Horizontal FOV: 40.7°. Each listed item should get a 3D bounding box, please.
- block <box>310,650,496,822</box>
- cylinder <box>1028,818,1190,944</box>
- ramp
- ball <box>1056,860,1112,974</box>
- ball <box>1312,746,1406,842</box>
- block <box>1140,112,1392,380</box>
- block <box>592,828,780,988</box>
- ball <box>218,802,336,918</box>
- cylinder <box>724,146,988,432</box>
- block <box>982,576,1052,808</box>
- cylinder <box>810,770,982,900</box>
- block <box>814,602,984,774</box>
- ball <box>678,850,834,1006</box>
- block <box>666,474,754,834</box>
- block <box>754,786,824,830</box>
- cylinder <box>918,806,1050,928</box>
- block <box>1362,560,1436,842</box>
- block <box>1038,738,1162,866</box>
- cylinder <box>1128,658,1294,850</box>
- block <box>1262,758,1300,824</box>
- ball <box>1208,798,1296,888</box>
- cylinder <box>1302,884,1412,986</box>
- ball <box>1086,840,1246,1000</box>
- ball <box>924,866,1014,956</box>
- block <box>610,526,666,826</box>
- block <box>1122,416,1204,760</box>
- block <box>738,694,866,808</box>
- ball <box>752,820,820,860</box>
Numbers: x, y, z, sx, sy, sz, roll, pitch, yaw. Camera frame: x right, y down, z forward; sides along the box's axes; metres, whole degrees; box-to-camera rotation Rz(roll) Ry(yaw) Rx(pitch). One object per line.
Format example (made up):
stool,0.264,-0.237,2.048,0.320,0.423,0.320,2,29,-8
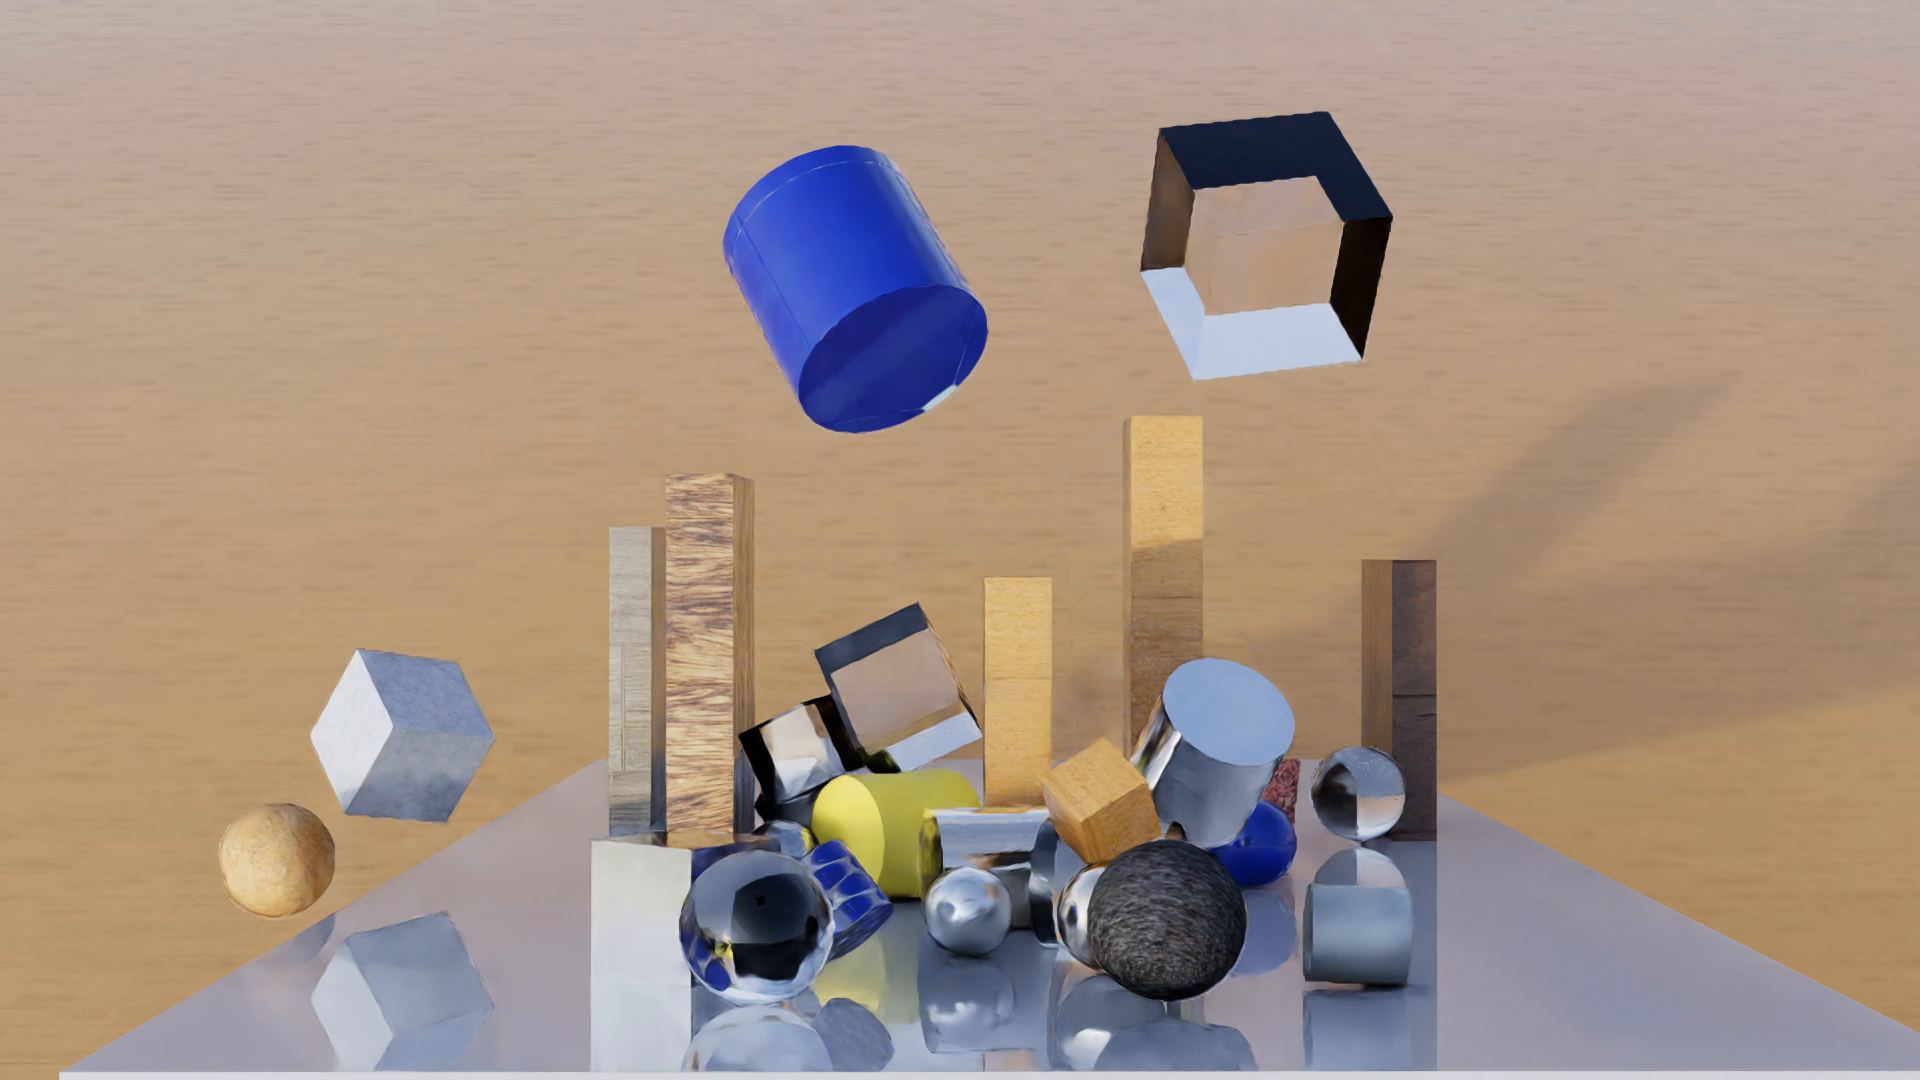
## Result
block,-0.943,0.333,4.374,0.194,0.194,0.194,11,31,-42
cylinder,0.204,0.465,3.492,0.176,0.176,0.176,7,31,19
ramp,0.068,0.607,4.674,2.000,0.100,4.000,0,0,0
ball,0.195,0.480,3.301,0.144,0.144,0.144,0,31,0
ball,0.730,0.465,4.741,0.172,0.172,0.172,0,31,0
block,0.300,-0.294,2.581,0.179,0.179,0.179,-8,45,-13
block,-0.350,0.467,3.311,0.170,0.170,0.170,0,0,36
ball,-1.095,0.513,4.153,0.182,0.182,0.182,0,31,0
cylinder,-0.098,-0.233,2.405,0.188,0.188,0.188,-14,55,-22
block,0.090,0.307,4.177,0.103,0.497,0.361,0,0,0
cylinder,-0.097,0.458,4.012,0.194,0.194,0.194,0,25,-38
block,-0.095,0.241,4.052,0.179,0.179,0.179,-25,65,2
ball,-0.241,0.459,3.065,0.184,0.184,0.184,0,31,0
block,-0.395,0.228,4.138,0.101,0.655,0.422,0,0,0
block,-0.255,0.441,4.356,0.112,0.112,0.112,-9,38,32
cylinder,0.042,0.467,3.686,0.173,0.173,0.173,0,30,-13
block,0.841,0.298,4.975,0.082,0.520,0.365,0,0,0
block,0.185,0.351,3.410,0.105,0.105,0.105,-30,41,-14
cylinder,0.344,0.298,3.602,0.189,0.189,0.189,10,45,-10
block,0.482,0.451,4.531,0.150,0.150,0.150,11,-9,-30
ball,0.467,0.484,4.142,0.143,0.143,0.143,0,31,0
cylinder,0.489,0.488,3.197,0.120,0.120,0.120,3,31,2
ball,0.243,0.446,3.038,0.187,0.187,0.187,0,31,0
ball,0.011,0.493,3.437,0.120,0.120,0.120,0,31,0
block,-0.645,0.267,5.262,0.081,0.585,0.405,0,0,0
block,0.368,0.169,4.722,0.127,0.777,0.251,0,0,0
block,-0.243,0.326,4.027,0.124,0.124,0.124,-27,-6,21
ball,-0.271,0.490,3.945,0.128,0.128,0.128,0,31,0
